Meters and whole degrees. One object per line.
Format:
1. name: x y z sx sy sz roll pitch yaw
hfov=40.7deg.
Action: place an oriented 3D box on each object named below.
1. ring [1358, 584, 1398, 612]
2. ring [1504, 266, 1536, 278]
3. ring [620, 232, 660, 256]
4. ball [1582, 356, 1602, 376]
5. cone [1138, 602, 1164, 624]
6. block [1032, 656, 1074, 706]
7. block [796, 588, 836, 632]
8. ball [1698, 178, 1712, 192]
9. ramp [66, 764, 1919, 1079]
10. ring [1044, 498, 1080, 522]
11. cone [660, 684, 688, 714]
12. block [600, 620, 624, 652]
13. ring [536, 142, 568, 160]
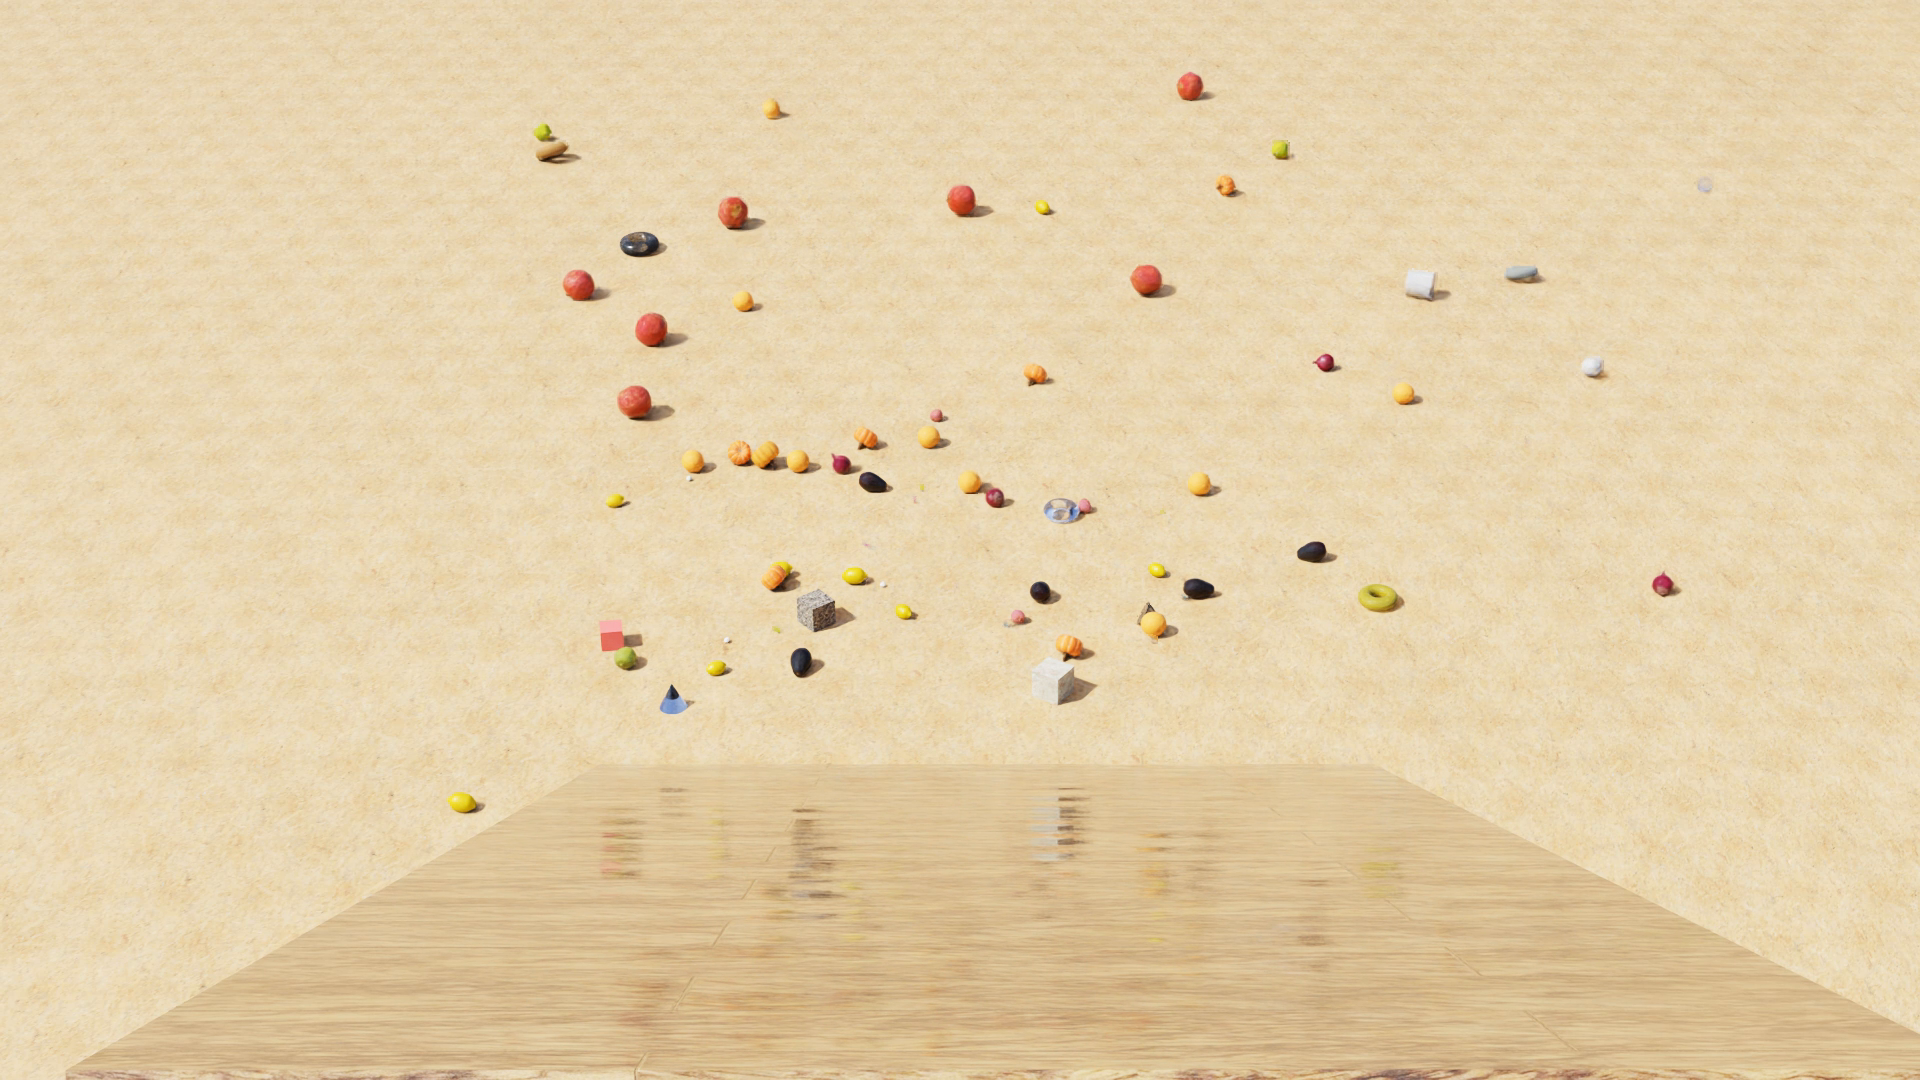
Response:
1. ring: 1.211 0.167 7.502 0.117 0.039 0.117 -1 30 0
2. ring: 2.027 -0.969 9.358 0.115 0.038 0.115 -6 8 1
3. ring: -1.186 -1.095 9.580 0.147 0.049 0.147 -1 32 0
4. ball: 2.125 -0.583 8.714 0.067 0.067 0.067 0 31 0
5. cone: 0.555 0.224 7.414 0.071 0.071 0.071 27 32 -7
6. block: 0.255 0.386 7.094 0.084 0.084 0.084 19 36 29
7. block: -0.411 0.202 7.404 0.079 0.079 0.079 -23 38 -32
8. ball: 2.887 -1.377 10.039 0.056 0.056 0.056 0 31 0
9. ramp: 0.069 0.615 4.691 2.000 0.100 4.000 0 0 0
10. ring: 0.310 -0.091 7.929 0.111 0.037 0.111 -1 32 1
11. cone: -0.782 0.421 7.044 0.076 0.076 0.076 0 31 0
12. block: -0.983 0.269 7.309 0.062 0.062 0.062 -5 32 -8
13. ring: -1.625 -1.548 10.300 0.130 0.043 0.130 -16 8 2
